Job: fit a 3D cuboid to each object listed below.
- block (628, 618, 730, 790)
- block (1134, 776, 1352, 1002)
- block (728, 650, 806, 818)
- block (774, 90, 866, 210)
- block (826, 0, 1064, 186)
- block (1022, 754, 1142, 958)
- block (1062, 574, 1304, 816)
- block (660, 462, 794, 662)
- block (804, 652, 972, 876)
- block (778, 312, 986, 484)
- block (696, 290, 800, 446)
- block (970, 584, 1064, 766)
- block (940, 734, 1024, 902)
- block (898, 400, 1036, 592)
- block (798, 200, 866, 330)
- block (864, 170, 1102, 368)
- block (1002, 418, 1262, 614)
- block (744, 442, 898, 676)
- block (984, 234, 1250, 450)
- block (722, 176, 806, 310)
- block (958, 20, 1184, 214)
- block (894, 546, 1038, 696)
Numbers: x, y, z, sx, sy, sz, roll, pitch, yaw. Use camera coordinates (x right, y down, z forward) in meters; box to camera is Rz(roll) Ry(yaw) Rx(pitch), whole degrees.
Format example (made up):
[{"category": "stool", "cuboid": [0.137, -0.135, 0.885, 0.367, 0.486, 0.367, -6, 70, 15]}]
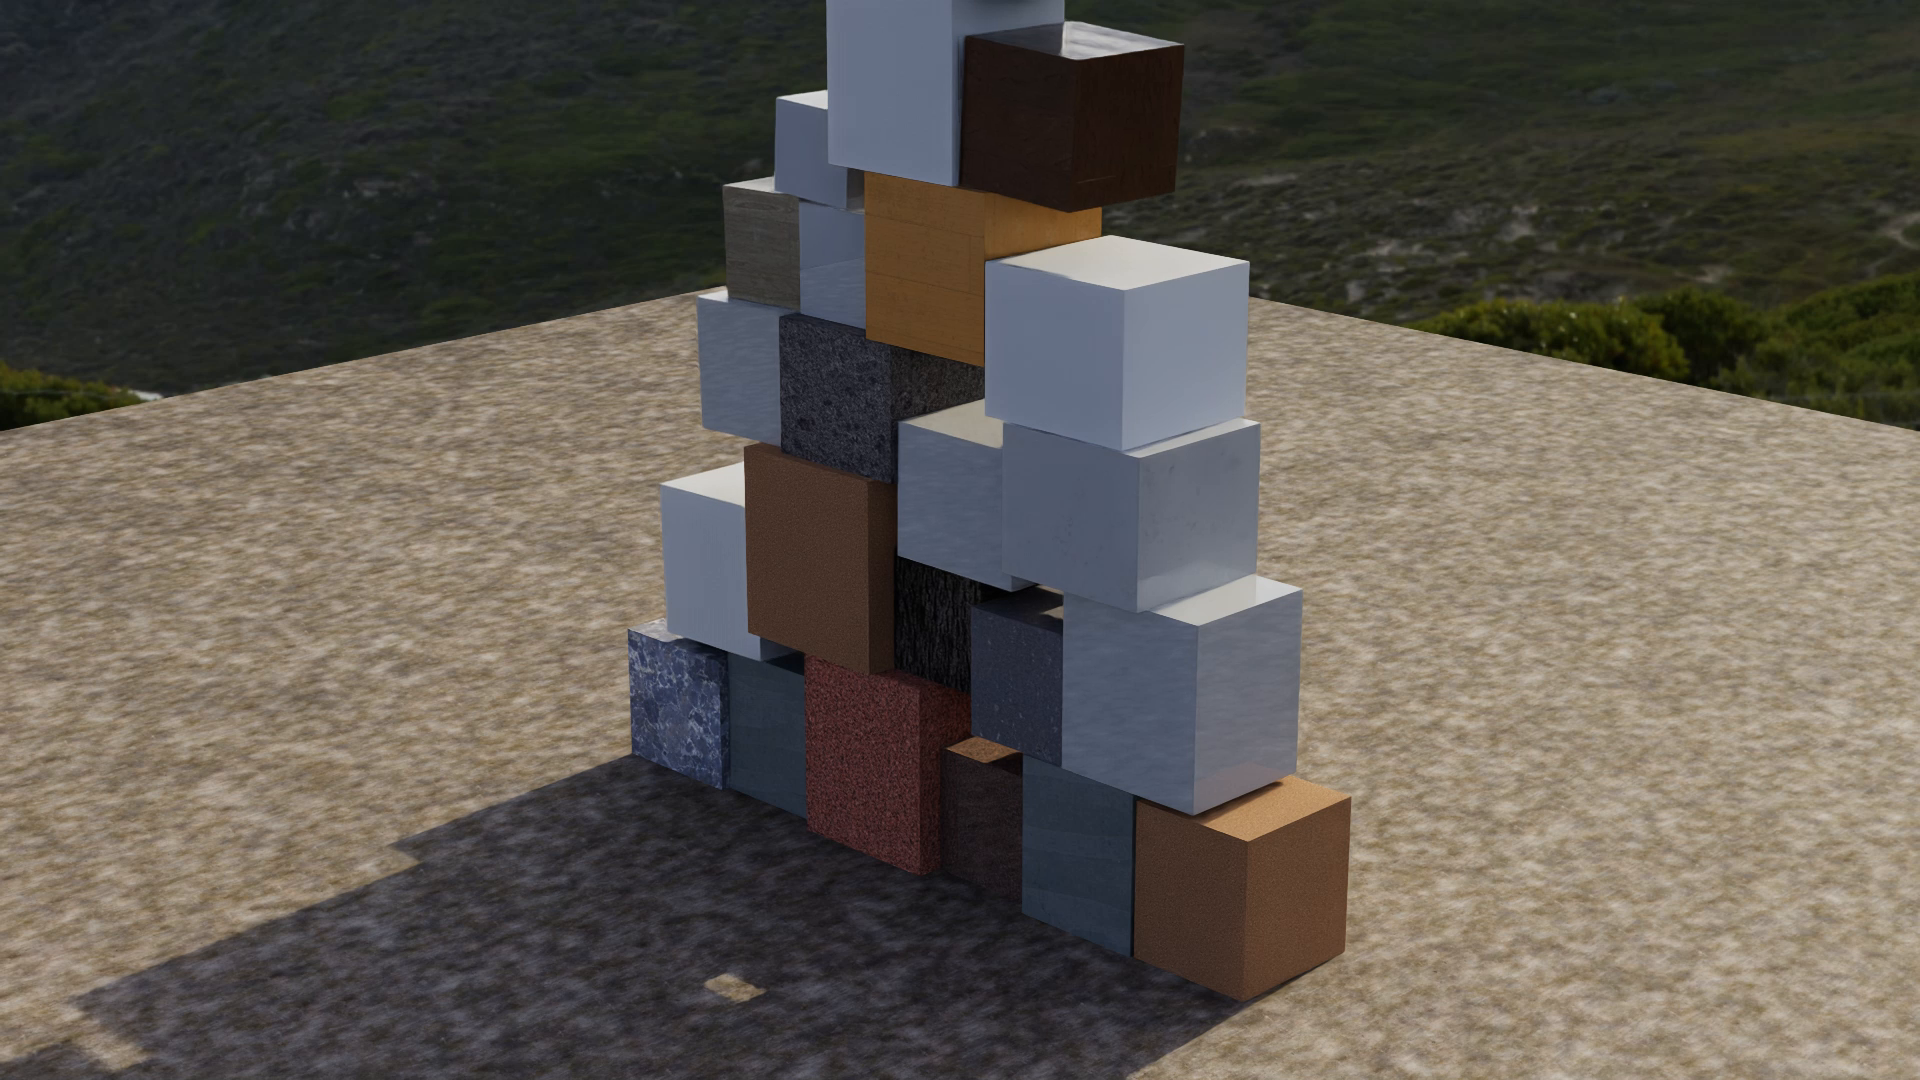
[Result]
[{"category": "block", "cuboid": [-1.171, 0.763, 14.801, 0.702, 0.669, 0.701, -17, 24, -42]}, {"category": "block", "cuboid": [1.206, 1.443, 12.544, 0.687, 0.725, 0.609, -17, 24, -42]}, {"category": "block", "cuboid": [-0.677, 0.875, 14.344, 0.637, 0.729, 0.641, -17, 24, -42]}, {"category": "block", "cuboid": [-0.515, -1.782, 13.306, 0.438, 0.427, 0.483, -17, 27, -42]}, {"category": "block", "cuboid": [-0.064, -2.034, 12.747, 0.686, 0.812, 0.770, -17, 24, -42]}, {"category": "block", "cuboid": [0.762, 1.290, 12.974, 0.731, 0.758, 0.644, -17, 24, -42]}, {"category": "block", "cuboid": [0.945, 0.596, 12.529, 0.680, 0.833, 0.748, -17, 24, -42]}, {"category": "block", "cuboid": [-0.965, 0.081, 14.398, 0.694, 0.760, 0.701, -17, 22, -42]}, {"category": "block", "cuboid": [-0.181, 0.944, 13.825, 0.779, 0.909, 0.770, -17, 24, -42]}, {"category": "block", "cuboid": [-0.304, -0.711, 13.449, 0.743, 0.642, 0.734, -17, 24, -42]}, {"category": "block", "cuboid": [-0.811, -0.849, 13.908, 0.589, 0.638, 0.620, -17, 22, -42]}, {"category": "block", "cuboid": [0.468, 0.569, 13.005, 0.629, 0.600, 0.554, -17, 23, -42]}, {"category": "block", "cuboid": [0.316, 1.232, 13.416, 0.560, 0.605, 0.587, -17, 24, -42]}, {"category": "block", "cuboid": [0.225, -0.226, 13.059, 0.712, 0.626, 0.712, -17, 24, -42]}, {"category": "block", "cuboid": [-0.356, -1.275, 13.312, 0.498, 0.517, 0.555, -17, 24, -42]}, {"category": "block", "cuboid": [0.101, -1.244, 12.832, 0.731, 0.745, 0.728, 17, 24, 42]}, {"category": "block", "cuboid": [0.727, -0.178, 12.494, 0.772, 0.665, 0.774, -17, 24, -42]}, {"category": "block", "cuboid": [-0.419, 0.004, 13.772, 0.822, 0.916, 0.839, -17, 24, -42]}, {"category": "block", "cuboid": [0.661, -0.850, 12.406, 0.784, 0.669, 0.784, -17, 24, -42]}, {"category": "block", "cuboid": [-0.744, -1.401, 13.706, 0.484, 0.532, 0.521, -17, 22, -42]}, {"category": "block", "cuboid": [0.465, -1.785, 12.295, 0.656, 0.627, 0.638, -17, 28, -42]}, {"category": "block", "cuboid": [0.096, 0.310, 13.360, 0.566, 0.579, 0.551, -17, 24, -42]}]
